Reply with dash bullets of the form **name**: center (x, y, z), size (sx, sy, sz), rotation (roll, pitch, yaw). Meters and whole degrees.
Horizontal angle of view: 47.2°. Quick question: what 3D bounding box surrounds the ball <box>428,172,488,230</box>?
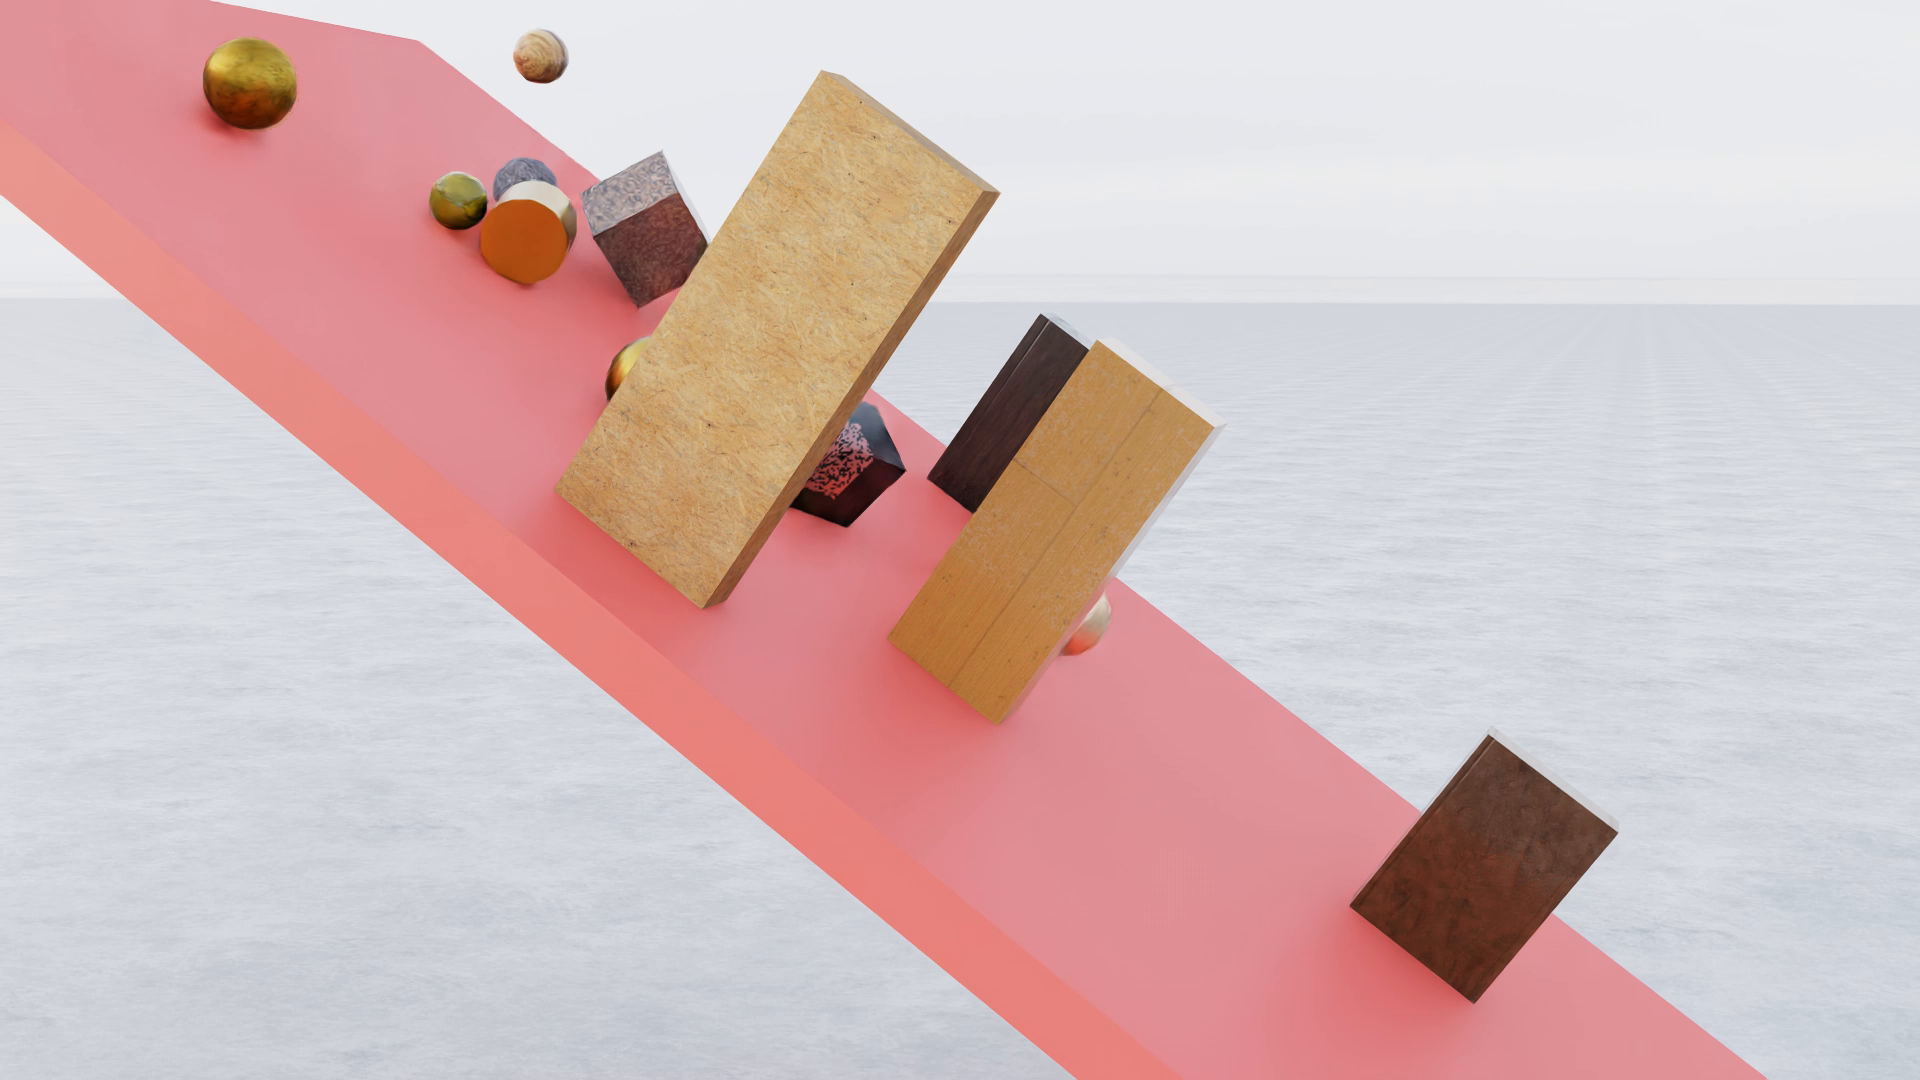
- **ball**: center (-0.960, -0.649, 4.209), size (0.111, 0.111, 0.111), rotation (0, 7, 0)

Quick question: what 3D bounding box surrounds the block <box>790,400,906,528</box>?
- **block**: center (-0.240, -0.158, 4.080), size (0.168, 0.168, 0.168), rotation (21, 34, -46)

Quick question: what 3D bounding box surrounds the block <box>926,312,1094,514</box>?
- **block**: center (0.187, -0.216, 4.709), size (0.316, 0.436, 0.105), rotation (38, 16, 10)

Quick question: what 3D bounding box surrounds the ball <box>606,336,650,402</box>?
- **ball**: center (-0.531, -0.268, 3.851), size (0.179, 0.179, 0.179), rotation (0, 7, 0)

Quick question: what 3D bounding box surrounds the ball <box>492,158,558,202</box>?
- **ball**: center (-0.892, -0.720, 4.519), size (0.132, 0.132, 0.132), rotation (0, 7, 0)

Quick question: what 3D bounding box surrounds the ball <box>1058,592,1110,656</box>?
- **ball**: center (0.206, 0.140, 4.205), size (0.165, 0.165, 0.165), rotation (0, 7, 0)

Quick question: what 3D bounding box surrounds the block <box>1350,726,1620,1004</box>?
- **block**: center (0.943, 0.585, 3.965), size (0.279, 0.410, 0.082), rotation (38, 16, 10)

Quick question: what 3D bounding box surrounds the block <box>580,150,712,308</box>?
- **block**: center (-0.639, -0.640, 4.527), size (0.194, 0.194, 0.194), rotation (-27, 39, 1)

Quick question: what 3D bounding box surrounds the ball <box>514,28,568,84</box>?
- **ball**: center (-0.849, -0.980, 4.457), size (0.111, 0.111, 0.111), rotation (0, 7, 0)

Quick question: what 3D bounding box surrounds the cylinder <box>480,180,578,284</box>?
- **cylinder**: center (-0.826, -0.592, 4.221), size (0.163, 0.163, 0.163), rotation (0, 21, -3)

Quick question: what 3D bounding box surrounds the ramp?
- **ramp**: center (-0.081, 0.149, 4.077), size (4.000, 0.100, 2.000), rotation (38, 16, 10)

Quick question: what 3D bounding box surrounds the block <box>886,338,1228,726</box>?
- **block**: center (0.160, -0.014, 3.697), size (0.240, 0.627, 0.123), rotation (38, 16, 10)

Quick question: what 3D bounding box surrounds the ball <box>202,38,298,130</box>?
- **ball**: center (-1.277, -0.821, 3.958), size (0.163, 0.163, 0.163), rotation (0, 7, 0)

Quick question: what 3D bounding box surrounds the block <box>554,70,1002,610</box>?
- **block**: center (-0.285, -0.295, 3.329), size (0.304, 0.772, 0.094), rotation (38, 16, 10)
